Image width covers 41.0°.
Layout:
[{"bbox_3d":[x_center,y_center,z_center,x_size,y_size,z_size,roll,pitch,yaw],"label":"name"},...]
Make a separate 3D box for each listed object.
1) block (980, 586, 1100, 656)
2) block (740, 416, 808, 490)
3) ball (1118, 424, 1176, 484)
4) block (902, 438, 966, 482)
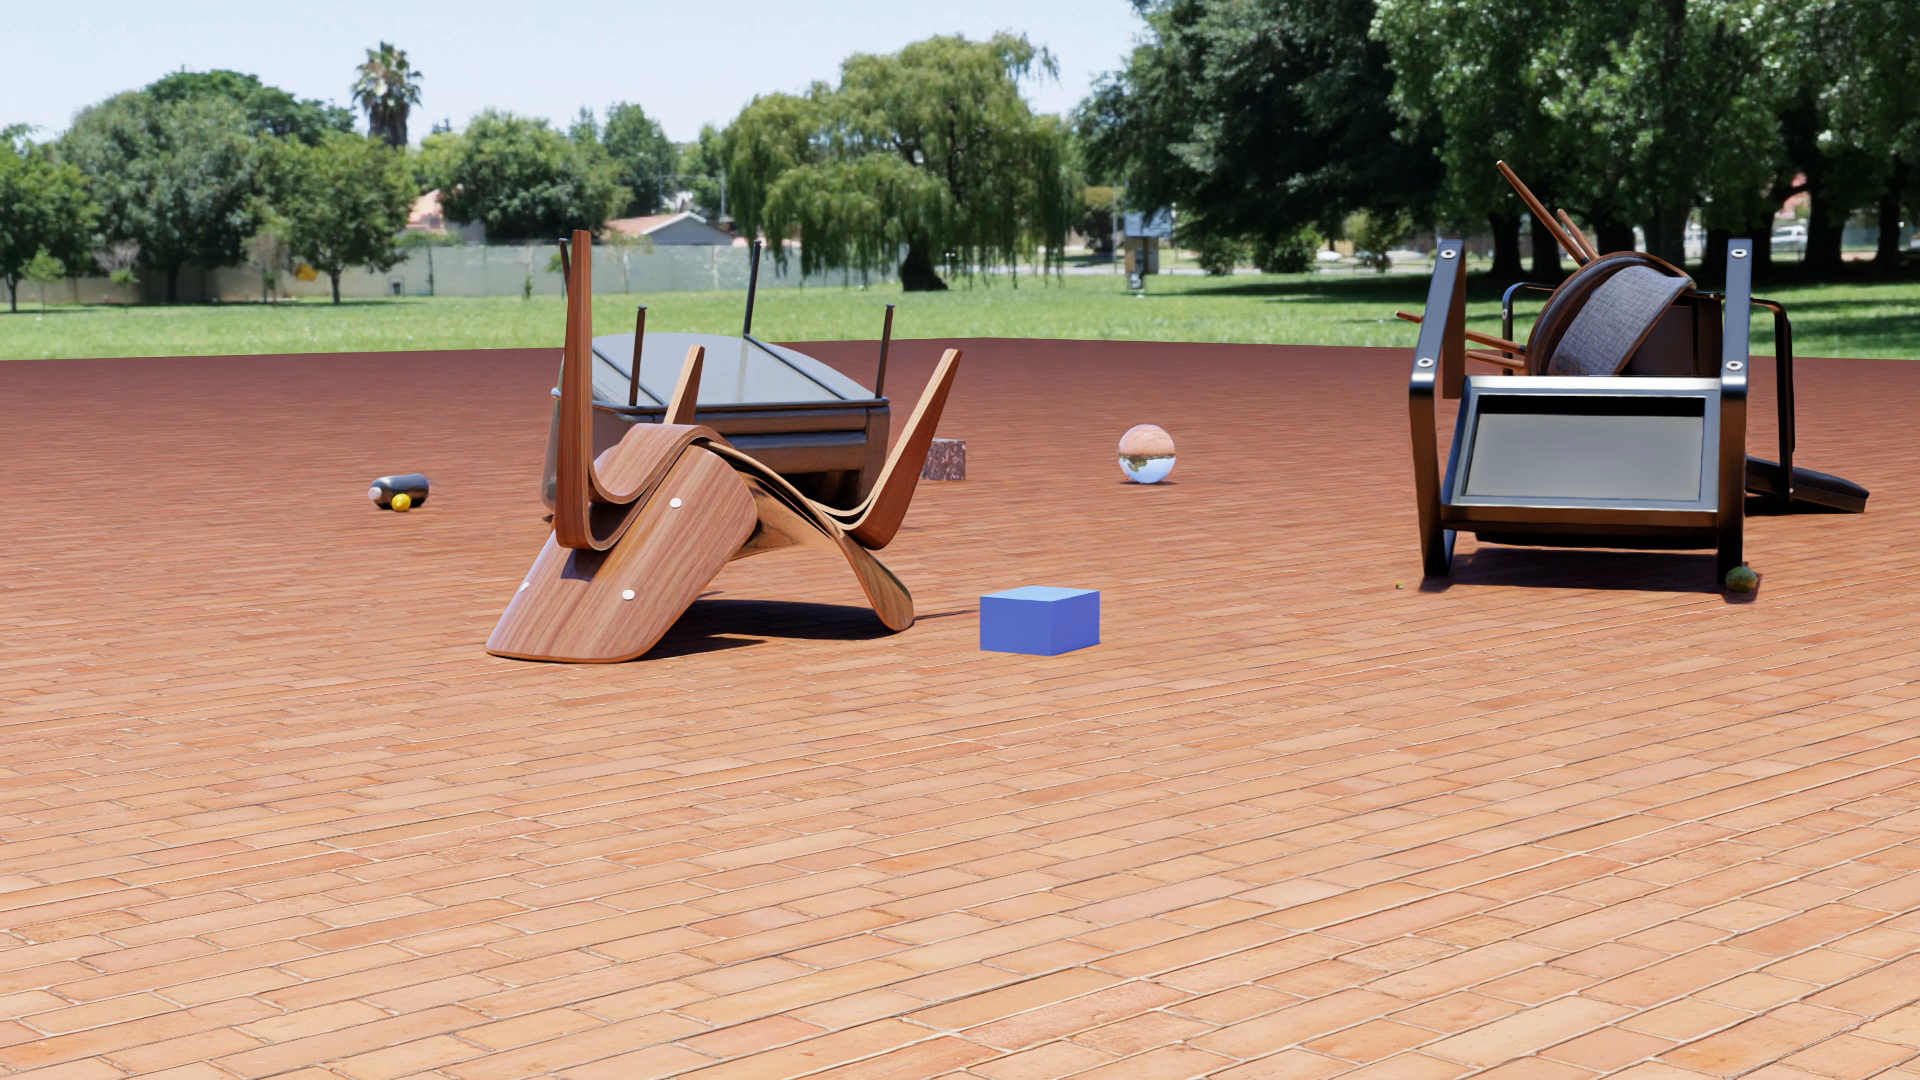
[{"bbox_3d":[0.143,0.143,4.560,0.143,0.096,0.181,4,7,31],"label":"block"},{"bbox_3d":[-0.578,-0.270,7.970,0.172,0.217,0.125,5,8,41],"label":"block"},{"bbox_3d":[0.594,-0.274,8.157,0.188,0.188,0.188,0,6,0],"label":"ball"},{"bbox_3d":[-0.085,-0.264,8.356,0.099,0.127,0.209,-5,7,-38],"label":"block"}]
